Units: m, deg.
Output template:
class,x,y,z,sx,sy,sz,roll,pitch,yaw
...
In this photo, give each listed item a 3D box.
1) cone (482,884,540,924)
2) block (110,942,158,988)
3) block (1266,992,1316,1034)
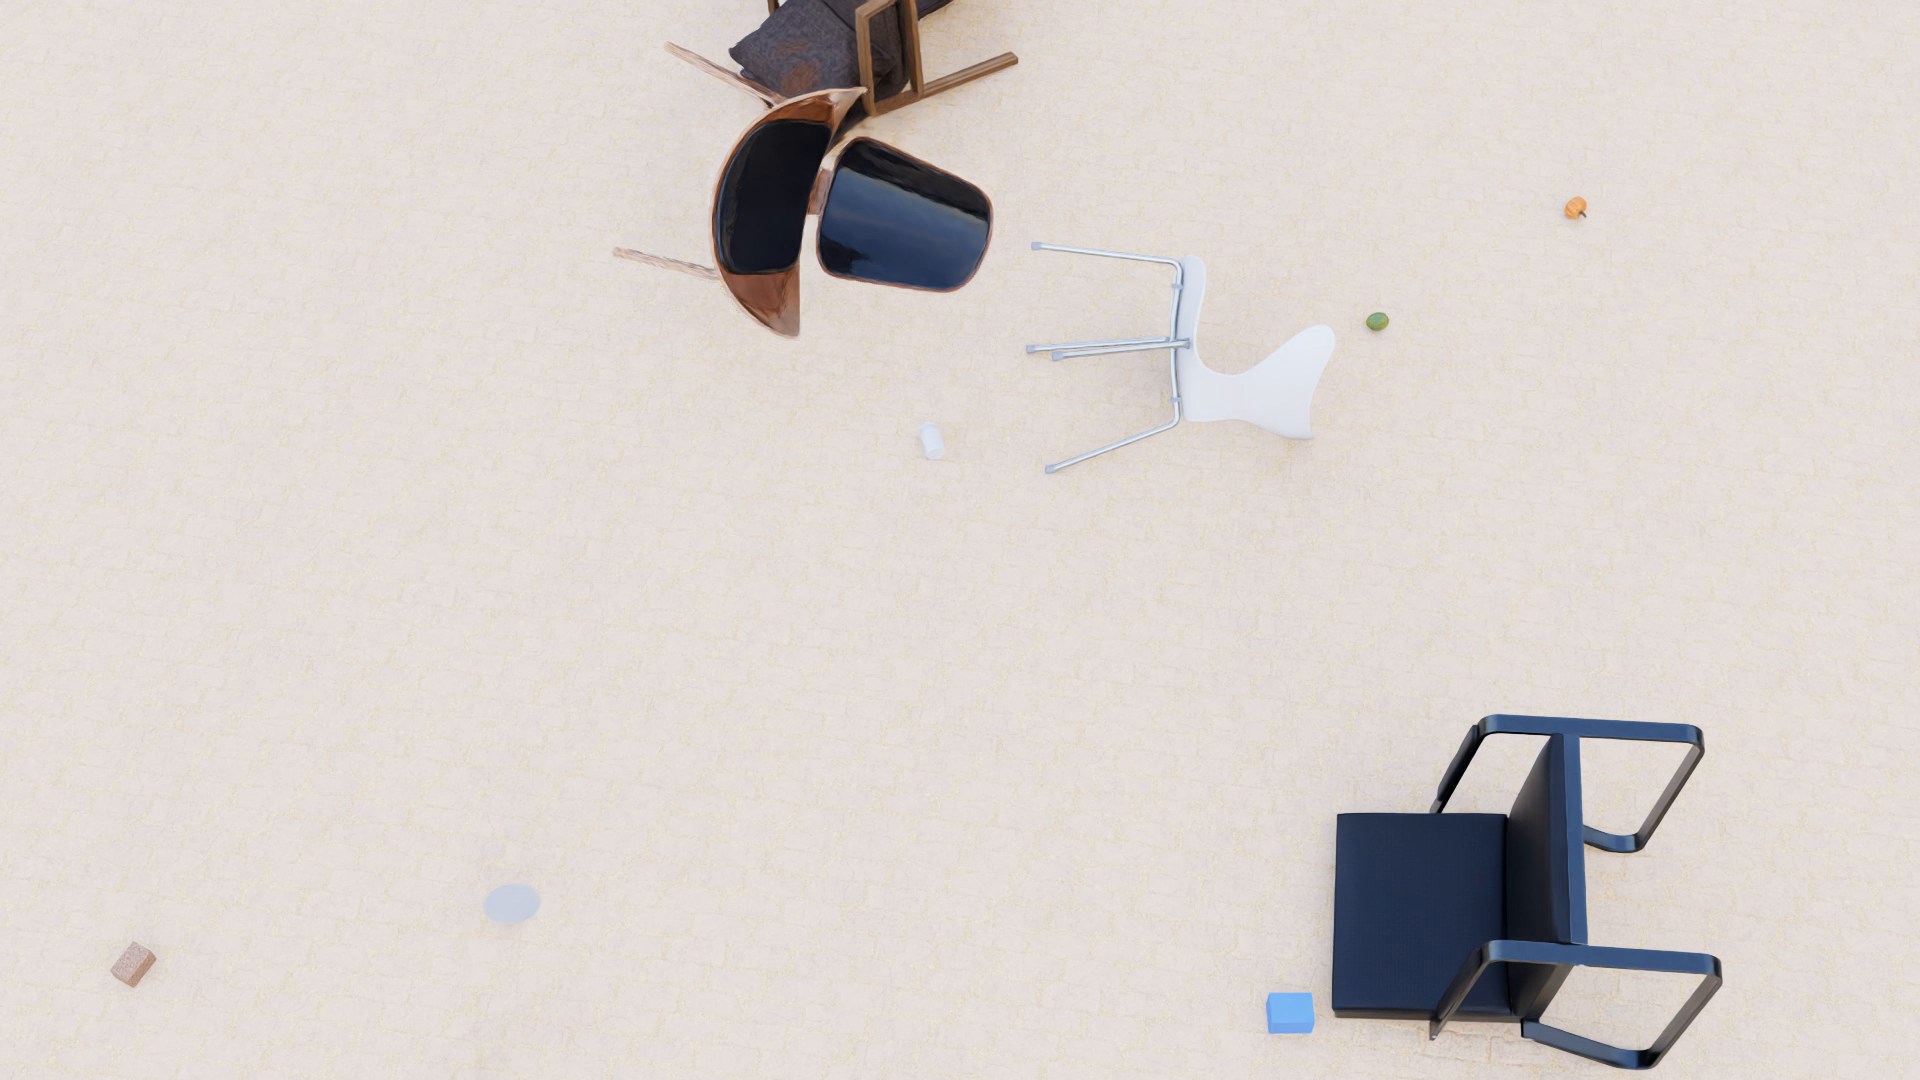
class,x,y,z,sx,sy,sz,roll,pitch,yaw
cone,-1.223,0.974,5.886,0.177,0.087,0.104,2,82,-43
block,-2.177,1.118,5.793,0.061,0.050,0.094,24,59,15
block,0.857,1.228,5.706,0.111,0.073,0.083,0,56,0
